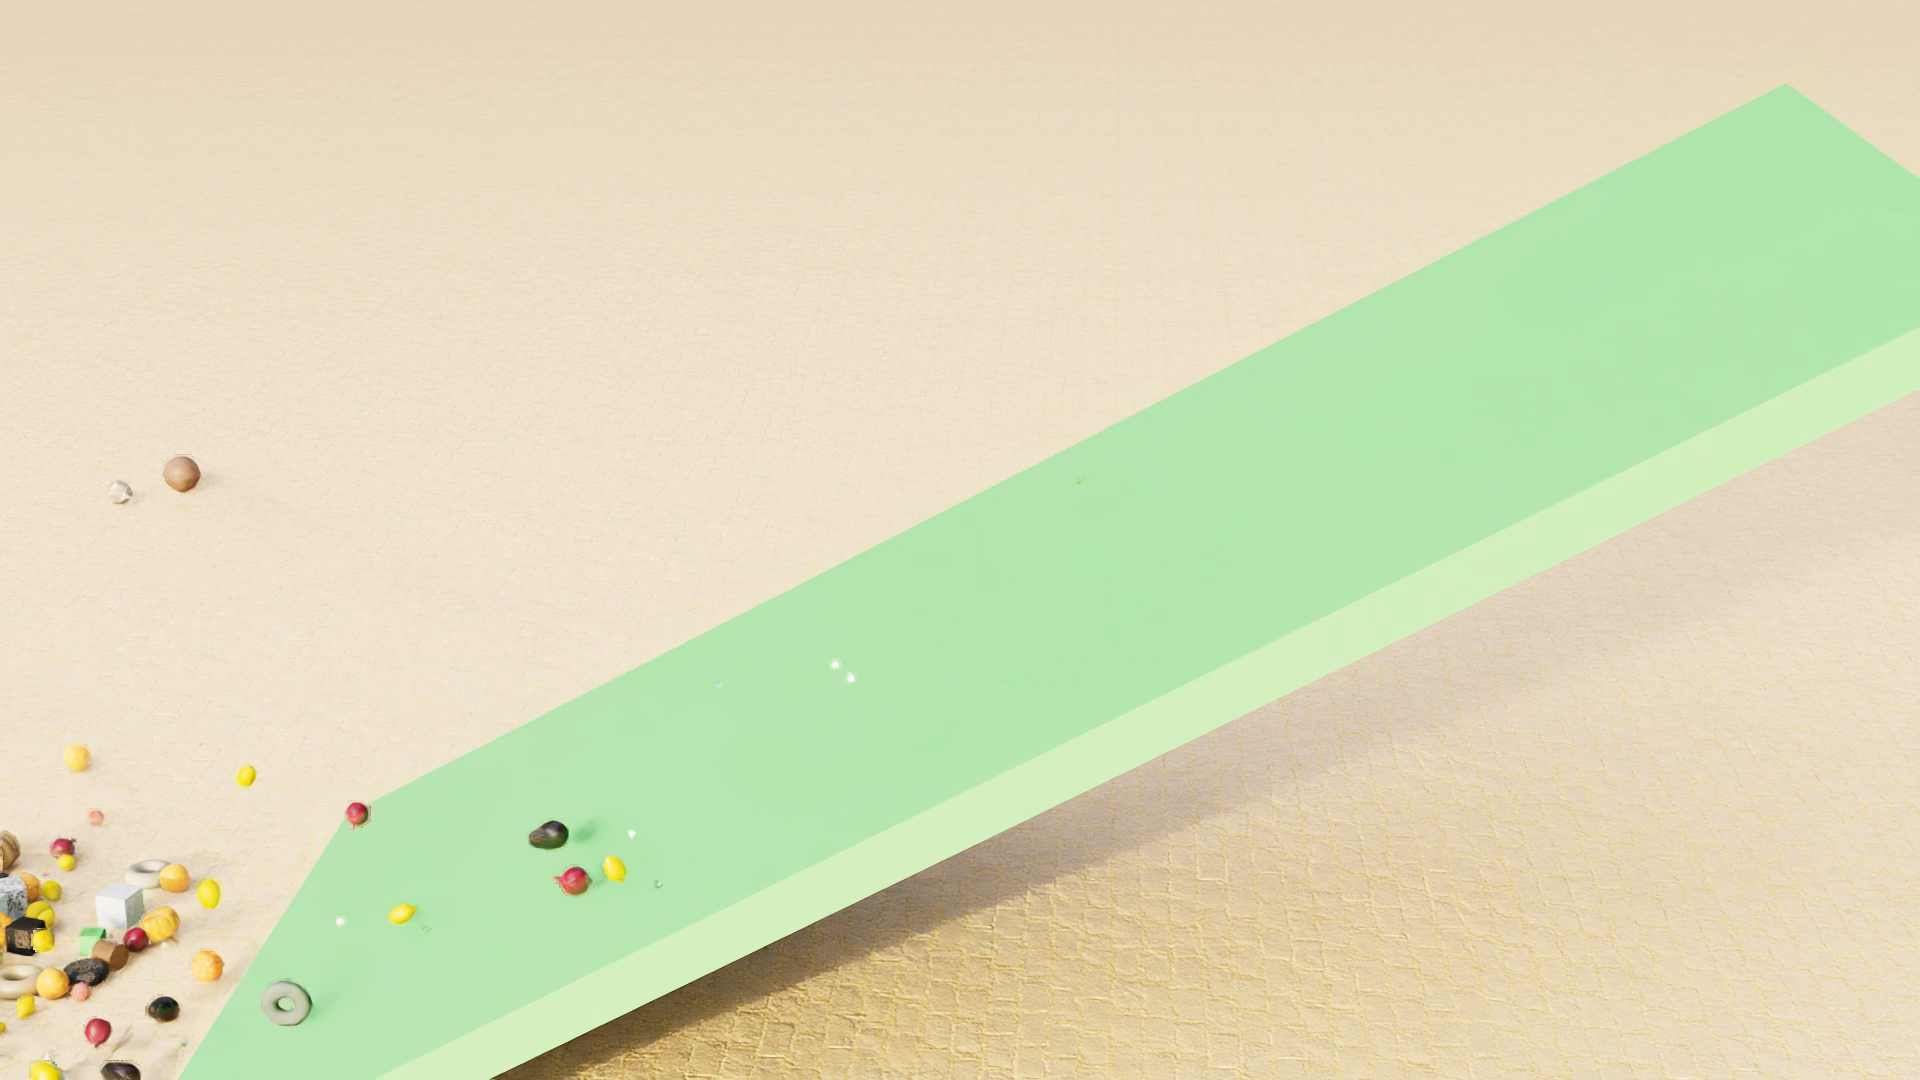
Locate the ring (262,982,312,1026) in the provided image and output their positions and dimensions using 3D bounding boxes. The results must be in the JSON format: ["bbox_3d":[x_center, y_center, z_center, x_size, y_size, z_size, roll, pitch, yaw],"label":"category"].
[{"bbox_3d":[-1.390,0.958,6.071,0.104,0.104,0.035,-1,24,-3],"label":"ring"}]

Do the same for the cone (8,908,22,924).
[{"bbox_3d":[-2.313,0.929,7.156,0.052,0.052,0.052,-29,22,-4],"label":"cone"}]

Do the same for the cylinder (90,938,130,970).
[{"bbox_3d":[-2.006,0.978,6.940,0.062,0.062,0.062,10,20,28],"label":"cylinder"}]

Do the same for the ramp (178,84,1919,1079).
[{"bbox_3d":[0.141,0.167,6.282,4.000,0.100,2.000,-27,14,11],"label":"ramp"}]

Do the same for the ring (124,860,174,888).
[{"bbox_3d":[-2.041,0.841,7.406,0.122,0.041,0.122,-1,19,0],"label":"ring"}]

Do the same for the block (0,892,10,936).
[{"bbox_3d":[-2.371,0.907,7.105,0.096,0.096,0.096,10,20,29],"label":"block"}]

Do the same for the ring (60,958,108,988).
[{"bbox_3d":[-2.046,1.012,6.875,0.109,0.036,0.109,-1,19,0],"label":"ring"}]

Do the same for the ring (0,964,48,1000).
[{"bbox_3d":[-2.185,1.025,6.825,0.130,0.043,0.130,0,19,0],"label":"ring"}]

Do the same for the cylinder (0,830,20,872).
[{"bbox_3d":[-2.448,0.796,7.459,0.094,0.094,0.094,3,18,10],"label":"cylinder"}]

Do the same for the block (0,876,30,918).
[{"bbox_3d":[-2.335,0.882,7.205,0.083,0.083,0.083,-9,20,-26],"label":"block"}]

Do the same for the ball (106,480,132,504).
[{"bbox_3d":[-3.002,-0.169,10.503,0.086,0.086,0.086,0,18,0],"label":"ball"}]

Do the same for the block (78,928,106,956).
[{"bbox_3d":[-2.069,0.959,7.019,0.051,0.051,0.051,0,18,0],"label":"block"}]

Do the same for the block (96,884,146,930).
[{"bbox_3d":[-2.048,0.894,7.173,0.080,0.080,0.080,5,18,16],"label":"block"}]

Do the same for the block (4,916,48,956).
[{"bbox_3d":[-2.232,0.947,7.029,0.066,0.066,0.066,6,19,19],"label":"block"}]

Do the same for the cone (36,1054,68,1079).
[{"bbox_3d":[-1.973,1.148,6.370,0.084,0.084,0.084,0,18,0],"label":"cone"}]
